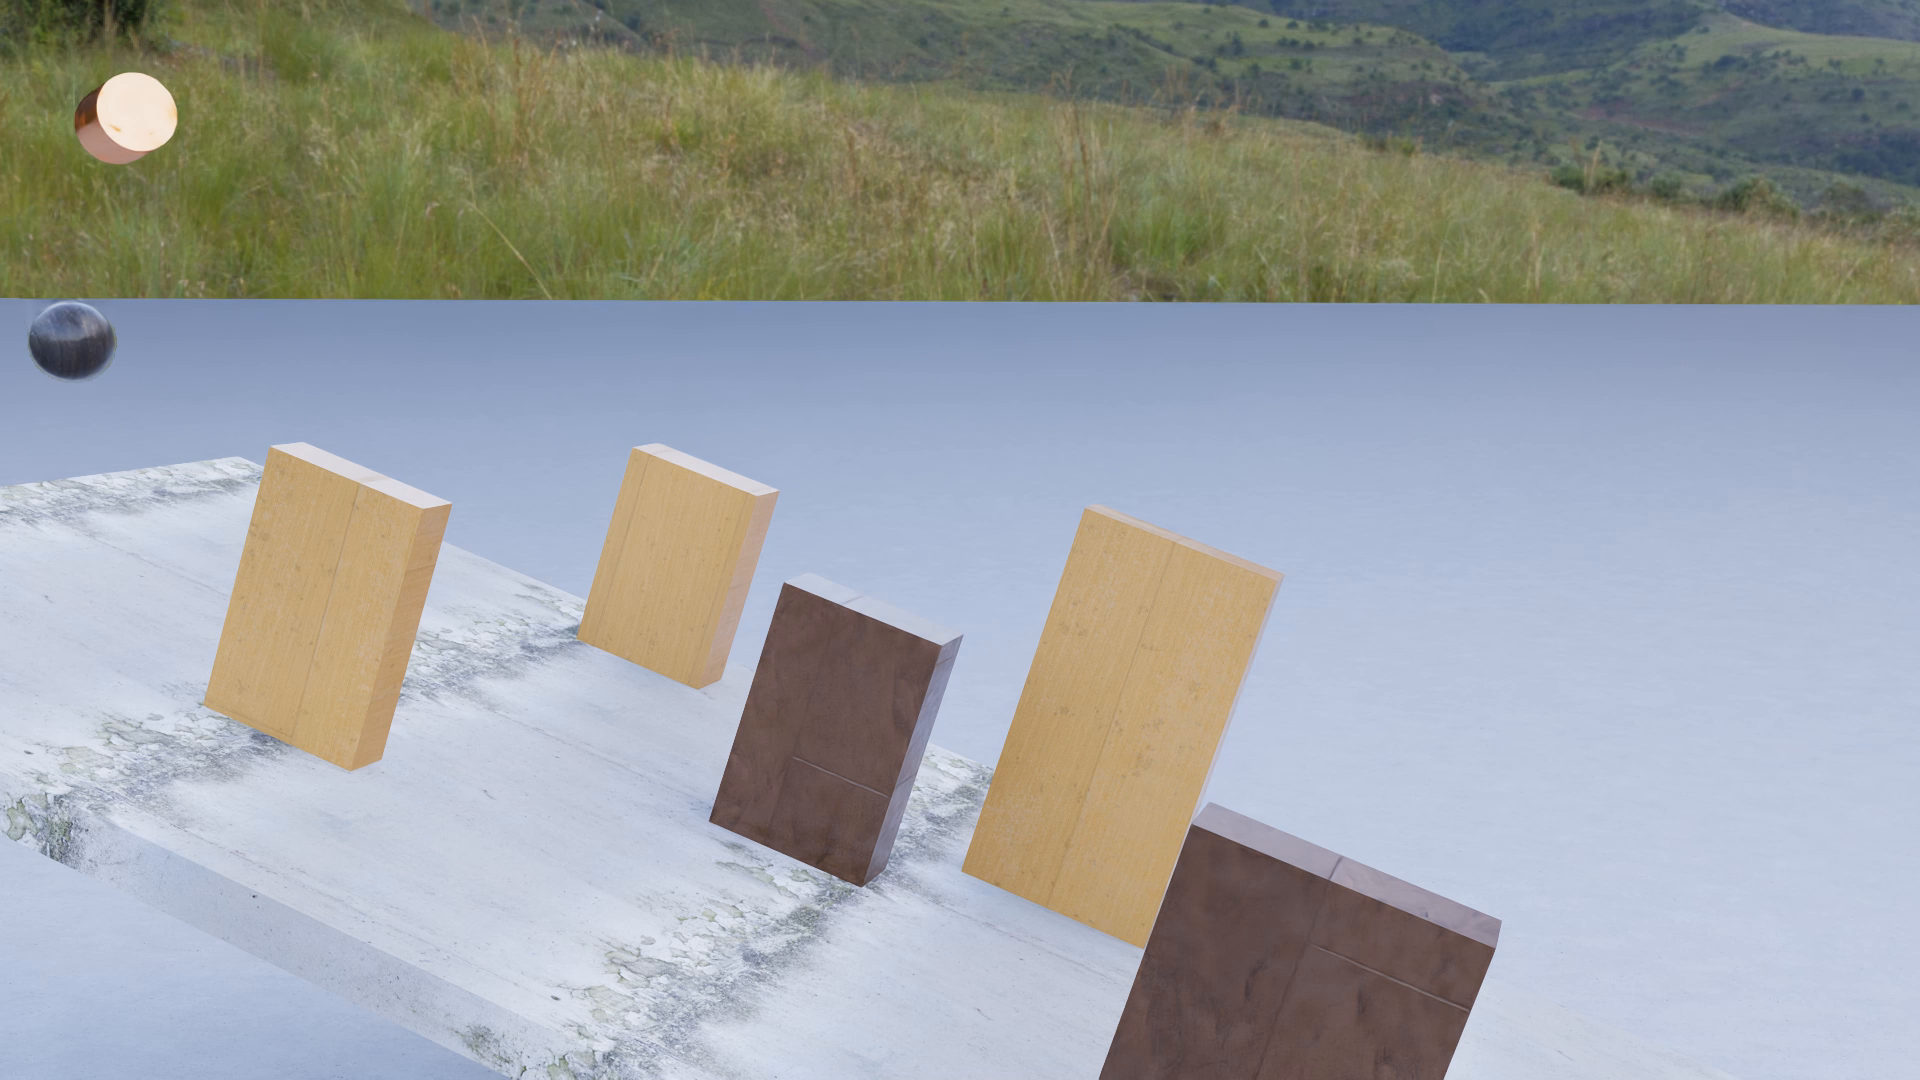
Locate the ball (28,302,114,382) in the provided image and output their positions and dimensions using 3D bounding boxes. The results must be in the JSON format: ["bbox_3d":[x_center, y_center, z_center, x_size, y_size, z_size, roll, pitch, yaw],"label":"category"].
[{"bbox_3d":[-1.934,-0.433,4.791,0.173,0.173,0.173,0,7,0],"label":"ball"}]

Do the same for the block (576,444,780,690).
[{"bbox_3d":[-0.649,0.058,5.052,0.320,0.472,0.136,21,12,14],"label":"block"}]

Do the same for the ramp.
[{"bbox_3d":[-0.348,0.649,4.220,4.000,0.100,2.000,21,12,14],"label":"ramp"}]

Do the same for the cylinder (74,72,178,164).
[{"bbox_3d":[-1.684,-0.850,4.437,0.157,0.157,0.157,-5,1,-37],"label":"cylinder"}]

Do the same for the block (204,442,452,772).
[{"bbox_3d":[-1.143,0.118,3.968,0.321,0.504,0.102,21,12,14],"label":"block"}]

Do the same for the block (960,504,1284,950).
[{"bbox_3d":[0.315,0.366,4.339,0.397,0.784,0.096,21,12,14],"label":"block"}]

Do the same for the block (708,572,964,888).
[{"bbox_3d":[-0.239,0.362,4.224,0.330,0.500,0.139,21,12,14],"label":"block"}]

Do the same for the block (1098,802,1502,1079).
[{"bbox_3d":[0.440,0.757,3.116,0.437,0.638,0.135,21,12,14],"label":"block"}]
